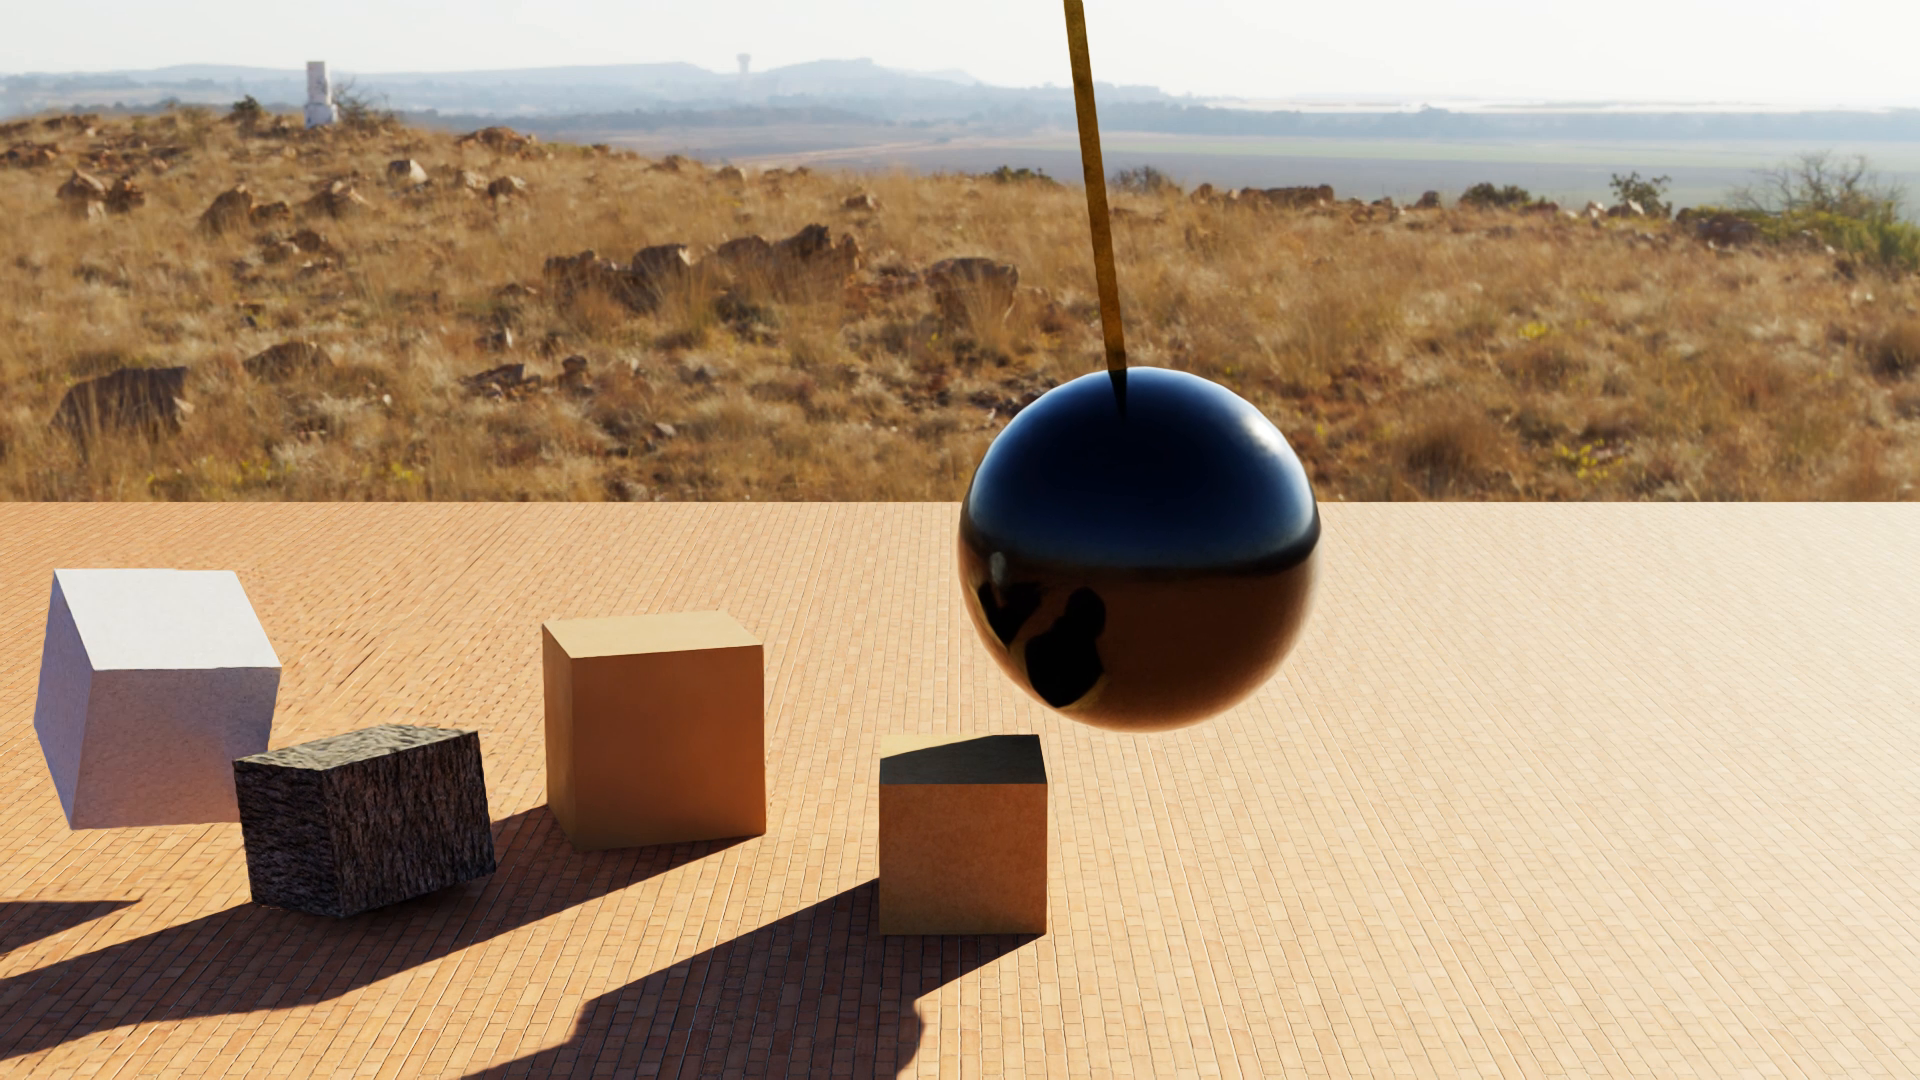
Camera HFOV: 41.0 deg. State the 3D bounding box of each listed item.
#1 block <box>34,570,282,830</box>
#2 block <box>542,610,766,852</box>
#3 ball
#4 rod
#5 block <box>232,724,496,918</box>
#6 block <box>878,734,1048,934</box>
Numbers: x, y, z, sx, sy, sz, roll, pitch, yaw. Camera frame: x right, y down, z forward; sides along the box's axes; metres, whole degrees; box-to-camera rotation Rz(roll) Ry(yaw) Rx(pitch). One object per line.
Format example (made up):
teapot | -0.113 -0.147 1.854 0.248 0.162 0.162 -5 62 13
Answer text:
block | -3.590 0.695 11.438 0.797 0.810 0.856 1 29 -32
block | -1.459 0.884 12.168 0.890 0.908 0.826 -3 11 -18
ball | 0.782 0.045 11.188 1.600 1.600 1.600 0 10 0
rod | 0.339 -3.272 10.585 0.080 5.200 0.080 -7 10 1
block | -2.554 1.187 11.012 0.699 0.621 0.778 0 9 44
block | 0.007 1.242 10.938 0.692 0.642 0.799 0 10 -1
